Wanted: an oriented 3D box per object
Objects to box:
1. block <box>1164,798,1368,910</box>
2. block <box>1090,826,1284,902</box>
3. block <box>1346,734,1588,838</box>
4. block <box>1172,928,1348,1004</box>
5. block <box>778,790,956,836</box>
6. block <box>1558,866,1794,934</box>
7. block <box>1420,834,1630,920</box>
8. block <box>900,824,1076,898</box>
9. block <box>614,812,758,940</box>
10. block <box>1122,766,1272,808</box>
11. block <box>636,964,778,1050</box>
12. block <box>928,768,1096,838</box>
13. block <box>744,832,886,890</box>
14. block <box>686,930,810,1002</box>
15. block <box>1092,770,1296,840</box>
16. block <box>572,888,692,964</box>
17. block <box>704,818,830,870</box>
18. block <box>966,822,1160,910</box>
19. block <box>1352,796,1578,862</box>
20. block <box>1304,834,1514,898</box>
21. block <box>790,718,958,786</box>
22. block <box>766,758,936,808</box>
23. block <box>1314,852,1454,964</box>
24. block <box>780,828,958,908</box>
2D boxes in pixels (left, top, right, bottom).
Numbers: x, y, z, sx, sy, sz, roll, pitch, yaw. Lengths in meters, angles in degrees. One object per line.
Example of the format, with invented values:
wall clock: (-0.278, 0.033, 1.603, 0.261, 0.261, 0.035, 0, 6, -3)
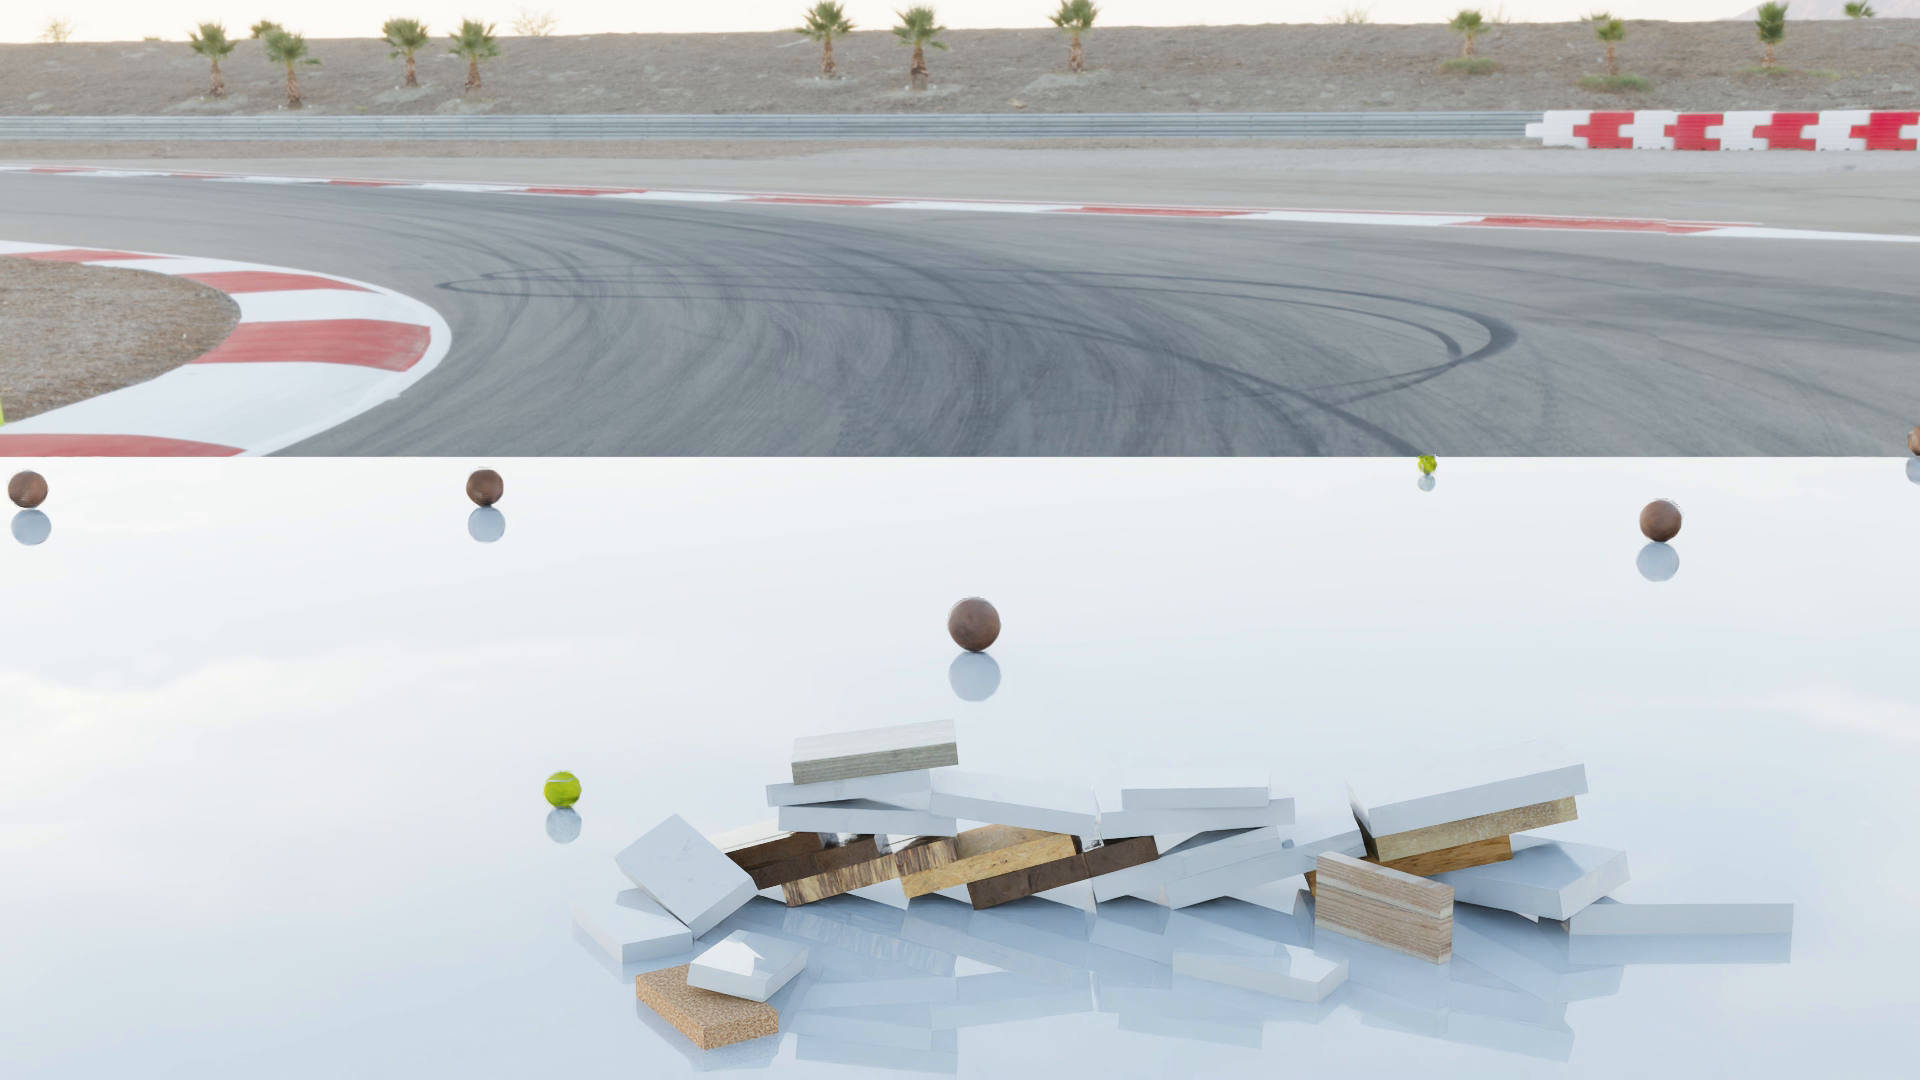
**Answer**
block: (0.498, 0.521, 3.656, 0.329, 0.047, 0.165, -16, 10, 4)
block: (0.368, 0.513, 3.655, 0.314, 0.044, 0.157, -17, 10, 3)
block: (0.828, 0.403, 3.614, 0.354, 0.050, 0.177, -12, 10, 0)
block: (0.452, 0.640, 3.311, 0.235, 0.033, 0.117, 7, 12, 31)
block: (-0.153, 0.443, 3.644, 0.289, 0.041, 0.144, 2, 12, -3)
block: (1.141, 0.584, 3.566, 0.354, 0.050, 0.177, 0, 11, -1)
block: (0.892, 0.540, 3.604, 0.177, 0.050, 0.354, -20, 13, -36)
block: (0.049, 0.516, 3.655, 0.289, 0.041, 0.144, -16, 10, 7)
block: (-0.446, 0.542, 3.565, 0.126, 0.036, 0.253, -35, 36, -21)
block: (0.387, 0.403, 3.590, 0.235, 0.033, 0.117, -2, 11, 11)
block: (-0.366, 0.667, 3.165, 0.115, 0.033, 0.230, -7, 12, -31)
block: (0.086, 0.430, 3.611, 0.267, 0.038, 0.134, 8, 12, 0)
block: (-0.253, 0.523, 3.651, 0.253, 0.036, 0.126, -16, 10, 6)
block: (-0.310, 0.626, 3.244, 0.115, 0.033, 0.230, 11, 4, 11)
block: (0.382, 0.436, 3.630, 0.314, 0.044, 0.157, -4, 10, -1)
block: (-0.521, 0.609, 3.478, 0.115, 0.033, 0.230, -6, 12, -29)
block: (-0.344, 0.509, 3.667, 0.253, 0.036, 0.126, -15, 10, 8)
block: (0.168, 0.526, 3.653, 0.314, 0.044, 0.157, -16, 10, 3)
block: (0.830, 0.449, 3.631, 0.329, 0.047, 0.165, -12, 10, -1)
block: (0.734, 0.513, 3.658, 0.329, 0.047, 0.165, -11, 10, 3)
block: (-0.139, 0.346, 3.601, 0.267, 0.038, 0.134, -7, 12, 0)
block: (-0.178, 0.386, 3.619, 0.267, 0.038, 0.134, -6, 12, 4)
block: (0.661, 0.573, 3.438, 0.033, 0.117, 0.235, -10, 14, -42)
block: (-0.147, 0.530, 3.660, 0.289, 0.041, 0.144, -16, 10, 4)
